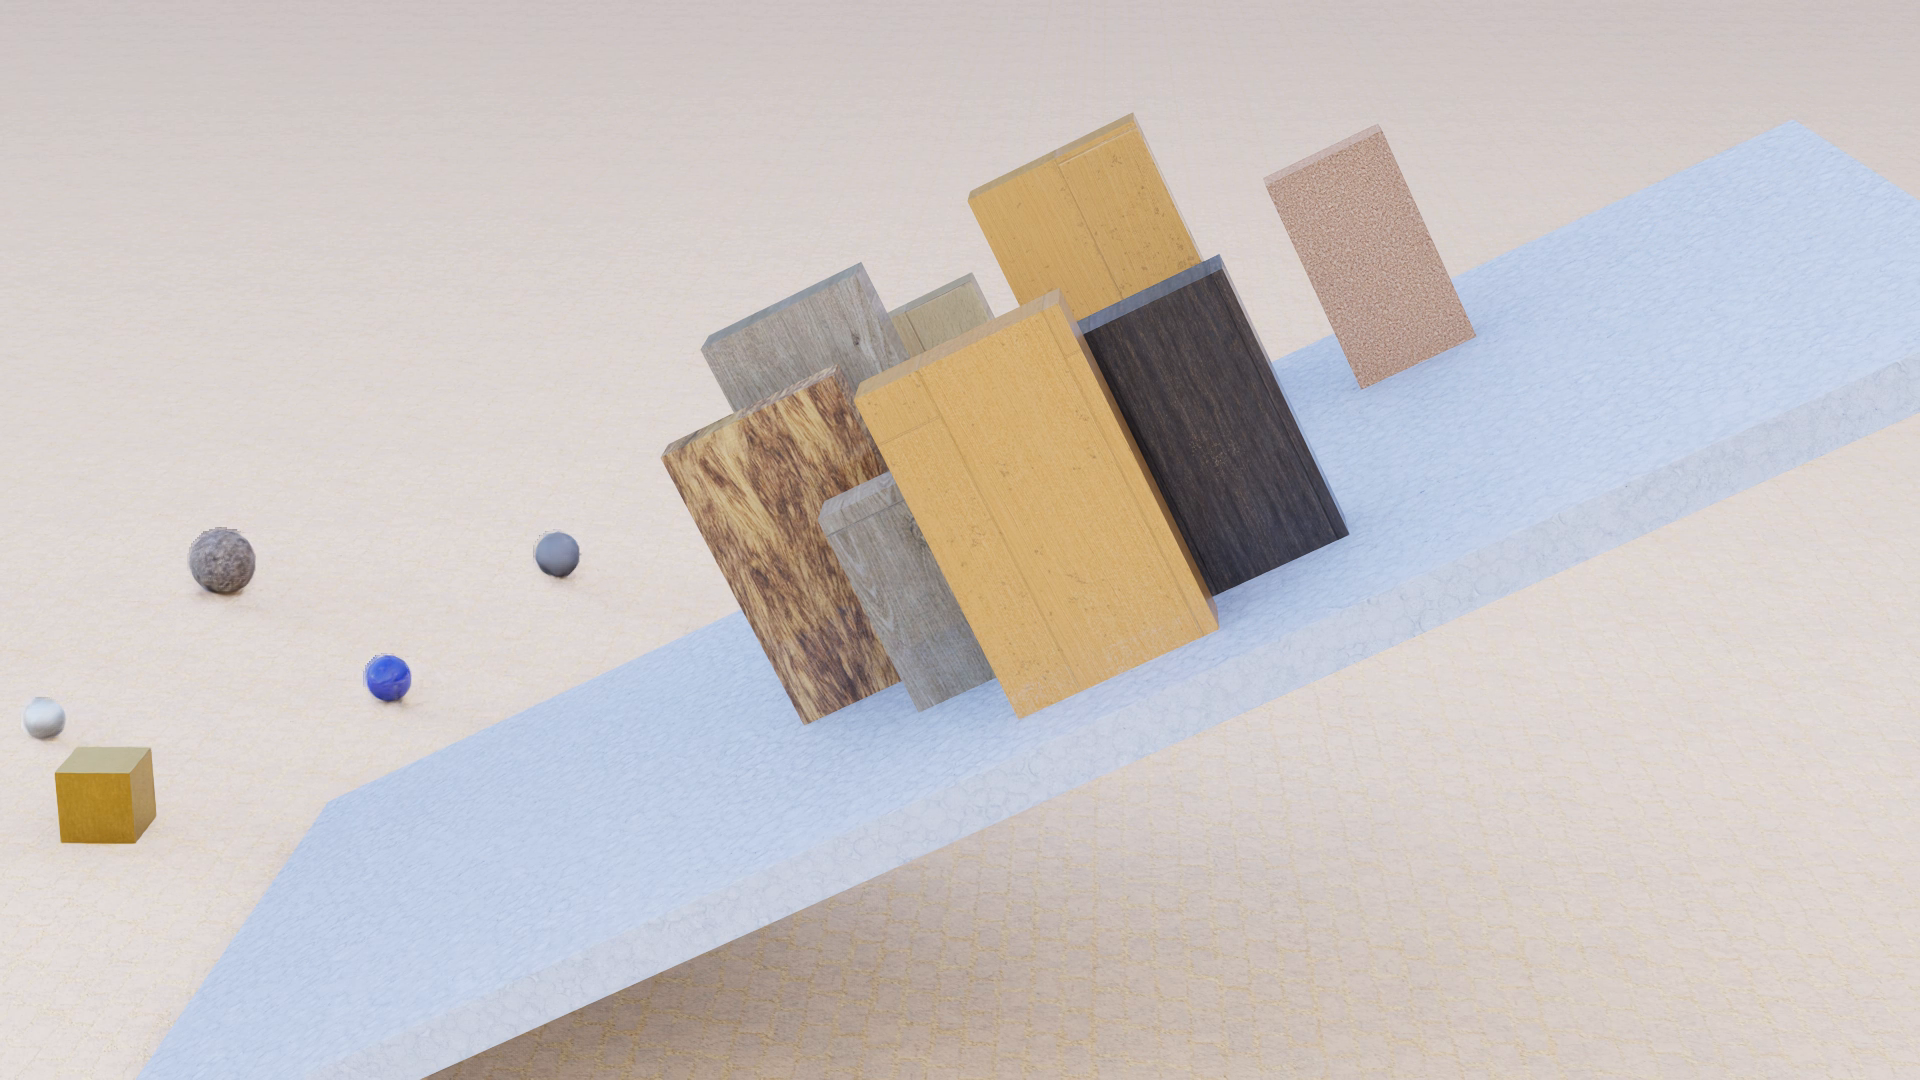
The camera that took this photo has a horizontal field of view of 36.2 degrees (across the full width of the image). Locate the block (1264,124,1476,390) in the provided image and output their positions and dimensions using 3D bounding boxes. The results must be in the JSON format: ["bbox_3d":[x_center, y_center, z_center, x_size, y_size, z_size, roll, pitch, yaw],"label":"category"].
[{"bbox_3d":[0.900,-0.622,6.463,0.276,0.504,0.105,-25,14,10],"label":"block"}]

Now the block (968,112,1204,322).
[{"bbox_3d":[0.368,-0.570,6.831,0.421,0.718,0.133,-25,14,10],"label":"block"}]

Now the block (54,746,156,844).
[{"bbox_3d":[-2.203,0.657,7.591,0.192,0.192,0.192,0,16,1],"label":"block"}]

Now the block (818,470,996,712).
[{"bbox_3d":[-0.057,0.078,5.827,0.267,0.440,0.137,-25,14,10],"label":"block"}]

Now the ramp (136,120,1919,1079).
[{"bbox_3d":[0.138,0.168,6.281,4.000,0.100,2.000,-25,14,10],"label":"ramp"}]

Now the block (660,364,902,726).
[{"bbox_3d":[-0.287,0.012,6.081,0.397,0.641,0.111,-25,14,10],"label":"block"}]

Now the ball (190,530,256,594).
[{"bbox_3d":[-2.394,0.072,9.552,0.209,0.209,0.209,0,16,0],"label":"ball"}]

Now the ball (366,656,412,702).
[{"bbox_3d":[-1.662,0.403,8.559,0.134,0.134,0.134,0,16,0],"label":"ball"}]

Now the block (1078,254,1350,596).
[{"bbox_3d":[0.426,-0.189,5.616,0.425,0.570,0.145,-25,14,10],"label":"block"}]

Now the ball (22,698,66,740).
[{"bbox_3d":[-2.568,0.503,8.250,0.117,0.117,0.117,0,16,0],"label":"ball"}]

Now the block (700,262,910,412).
[{"bbox_3d":[-0.204,-0.159,6.275,0.366,0.773,0.138,-25,14,10],"label":"block"}]

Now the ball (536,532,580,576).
[{"bbox_3d":[-1.332,0.048,9.740,0.149,0.149,0.149,0,16,0],"label":"ball"}]

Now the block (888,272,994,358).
[{"bbox_3d":[0.010,-0.287,6.776,0.319,0.571,0.102,-25,14,10],"label":"block"}]

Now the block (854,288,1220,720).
[{"bbox_3d":[0.146,-0.064,5.448,0.413,0.681,0.141,-25,14,10],"label":"block"}]
